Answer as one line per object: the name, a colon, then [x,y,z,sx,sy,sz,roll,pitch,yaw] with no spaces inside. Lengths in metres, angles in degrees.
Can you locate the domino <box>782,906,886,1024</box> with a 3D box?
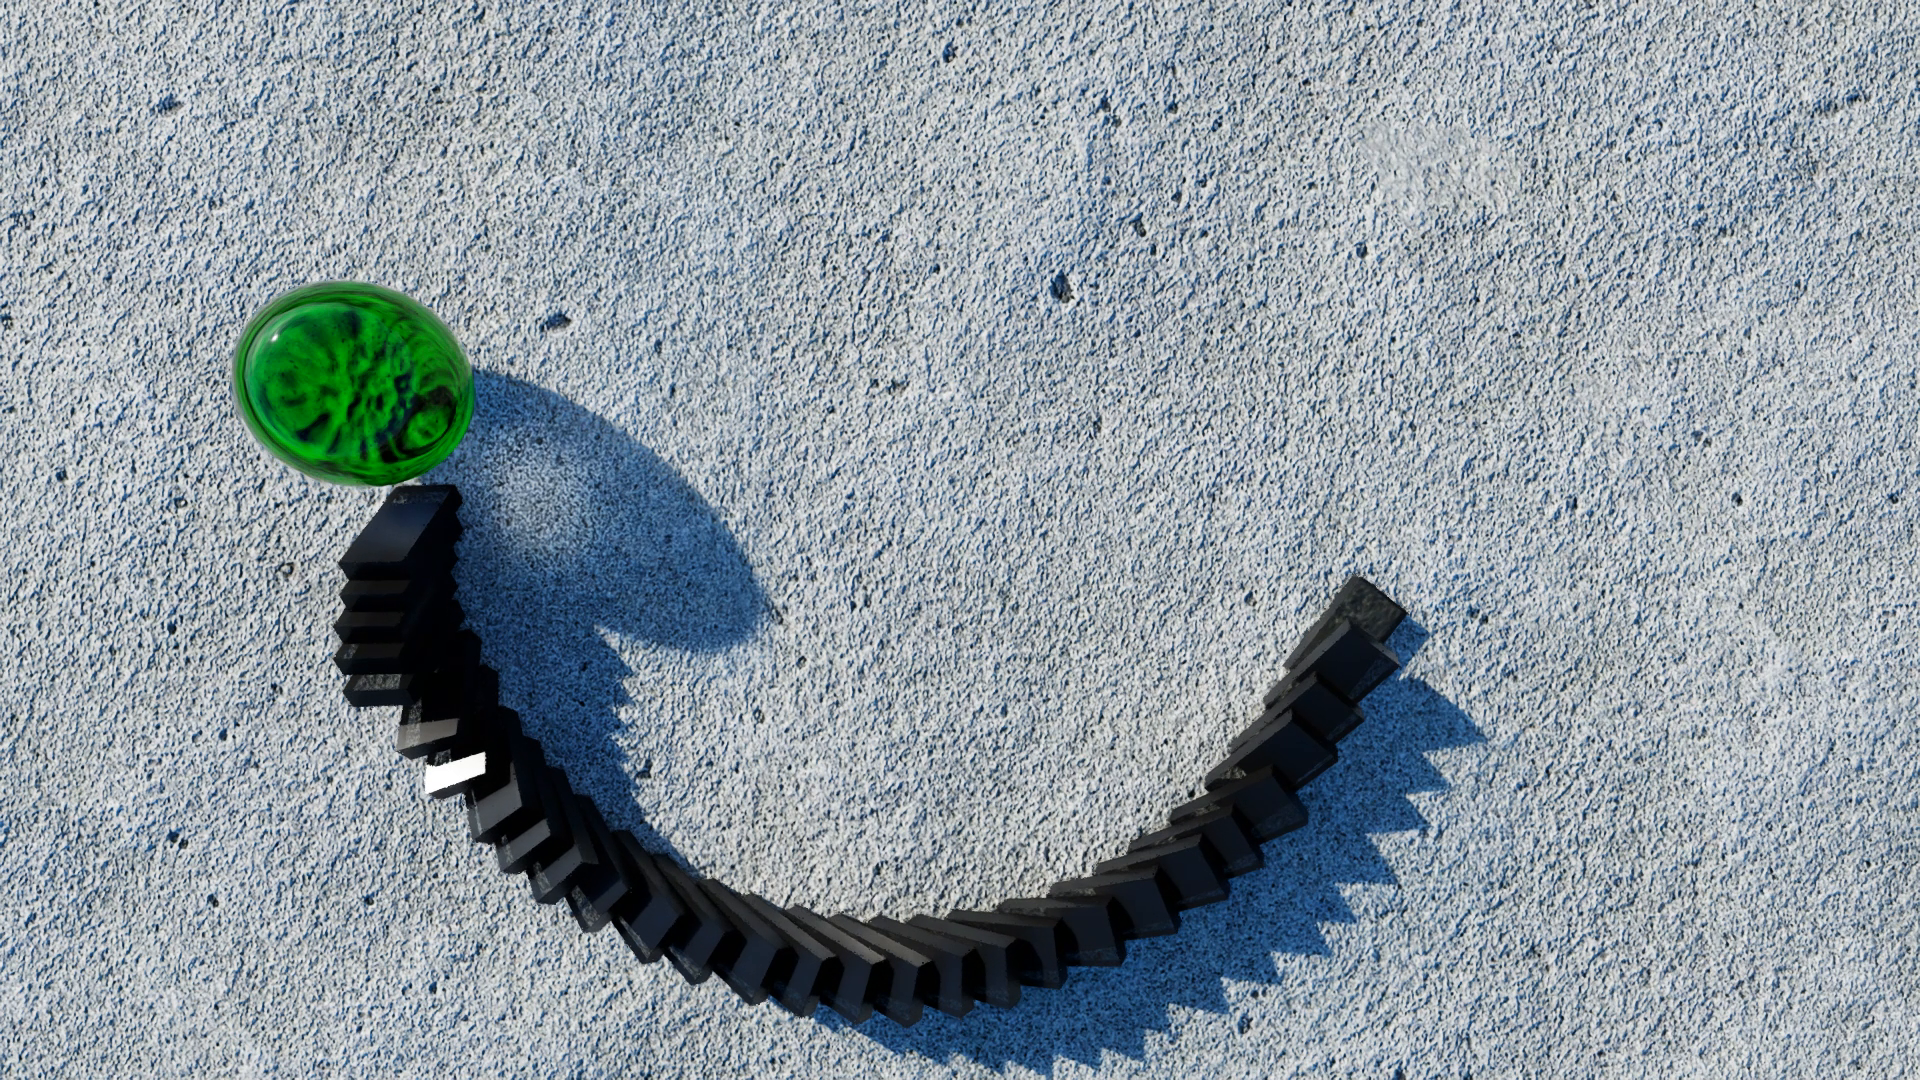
domino: [-0.056,0.176,0.382,0.050,0.009,0.025,15,90,33]

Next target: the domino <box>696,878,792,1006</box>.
domino: [-0.096,0.167,0.383,0.050,0.009,0.025,25,90,31]

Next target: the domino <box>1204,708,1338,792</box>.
domino: [0.129,0.095,0.383,0.025,0.010,0.050,41,118,-1]

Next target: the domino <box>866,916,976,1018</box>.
domino: [-0.017,0.177,0.382,0.050,0.010,0.025,3,92,34]

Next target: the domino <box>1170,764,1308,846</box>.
domino: [0.116,0.116,0.384,0.050,0.010,0.025,-36,92,27]

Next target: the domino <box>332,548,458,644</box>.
domino: [-0.231,0.021,0.378,0.025,0.050,0.009,-1,130,0]

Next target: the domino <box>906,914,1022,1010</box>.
domino: [0.001,0.175,0.381,0.050,0.010,0.025,-2,92,34]

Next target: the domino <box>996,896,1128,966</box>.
domino: [0.042,0.164,0.384,0.050,0.009,0.025,-13,90,27]

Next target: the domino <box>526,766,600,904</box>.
domino: [-0.170,0.122,0.382,0.025,0.009,0.050,-41,56,1]

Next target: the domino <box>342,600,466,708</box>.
domino: [-0.228,0.046,0.378,0.025,0.050,0.010,-2,130,0]

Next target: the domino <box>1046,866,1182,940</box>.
domino: [0.064,0.154,0.384,0.050,0.010,0.025,-21,92,28]

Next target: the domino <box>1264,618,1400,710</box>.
domino: [0.154,0.059,0.383,0.025,0.010,0.050,37,117,0]

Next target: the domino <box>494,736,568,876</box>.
domino: [-0.183,0.110,0.382,0.025,0.009,0.050,-37,56,2]

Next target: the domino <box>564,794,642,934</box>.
domino: [-0.157,0.135,0.385,0.025,0.010,0.050,-44,63,0]

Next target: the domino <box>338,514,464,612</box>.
domino: [-0.229,0.009,0.378,0.025,0.050,0.010,-1,130,0]

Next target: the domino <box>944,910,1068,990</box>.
domino: [0.019,0.171,0.385,0.050,0.009,0.025,-7,90,26]

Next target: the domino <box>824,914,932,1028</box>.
domino: [-0.037,0.178,0.382,0.050,0.009,0.025,11,92,33]

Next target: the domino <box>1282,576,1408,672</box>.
domino: [0.166,0.043,0.395,0.025,0.010,0.050,38,90,0]

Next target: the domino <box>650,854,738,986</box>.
domino: [-0.118,0.158,0.384,0.050,0.009,0.025,32,90,28]

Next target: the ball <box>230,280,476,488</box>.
ball: [-0.236,-0.061,0.360,0.080,0.080,0.080,0,90,0]

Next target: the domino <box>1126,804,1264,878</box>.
domino: [0.098,0.132,0.385,0.050,0.009,0.025,-31,90,27]

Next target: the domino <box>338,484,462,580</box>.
domino: [-0.229,-0.004,0.378,0.025,0.050,0.010,-1,130,0]

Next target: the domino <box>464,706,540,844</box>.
domino: [-0.193,0.097,0.381,0.025,0.009,0.050,-35,56,3]

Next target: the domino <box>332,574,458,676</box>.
domino: [-0.231,0.033,0.378,0.025,0.050,0.010,-1,130,0]

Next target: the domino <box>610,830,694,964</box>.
domino: [-0.136,0.149,0.384,0.050,0.009,0.025,38,92,28]

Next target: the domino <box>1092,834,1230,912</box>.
domino: [0.084,0.142,0.383,0.050,0.009,0.025,-28,91,28]

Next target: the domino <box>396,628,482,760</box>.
domino: [-0.216,0.063,0.381,0.025,0.010,0.050,-15,54,0]

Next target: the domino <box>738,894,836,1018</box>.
domino: [-0.077,0.173,0.383,0.050,0.009,0.025,22,90,31]

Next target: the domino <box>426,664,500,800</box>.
domino: [-0.207,0.079,0.383,0.025,0.009,0.050,-20,57,0]

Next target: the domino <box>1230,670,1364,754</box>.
domino: [0.141,0.081,0.385,0.025,0.010,0.050,39,117,0]
